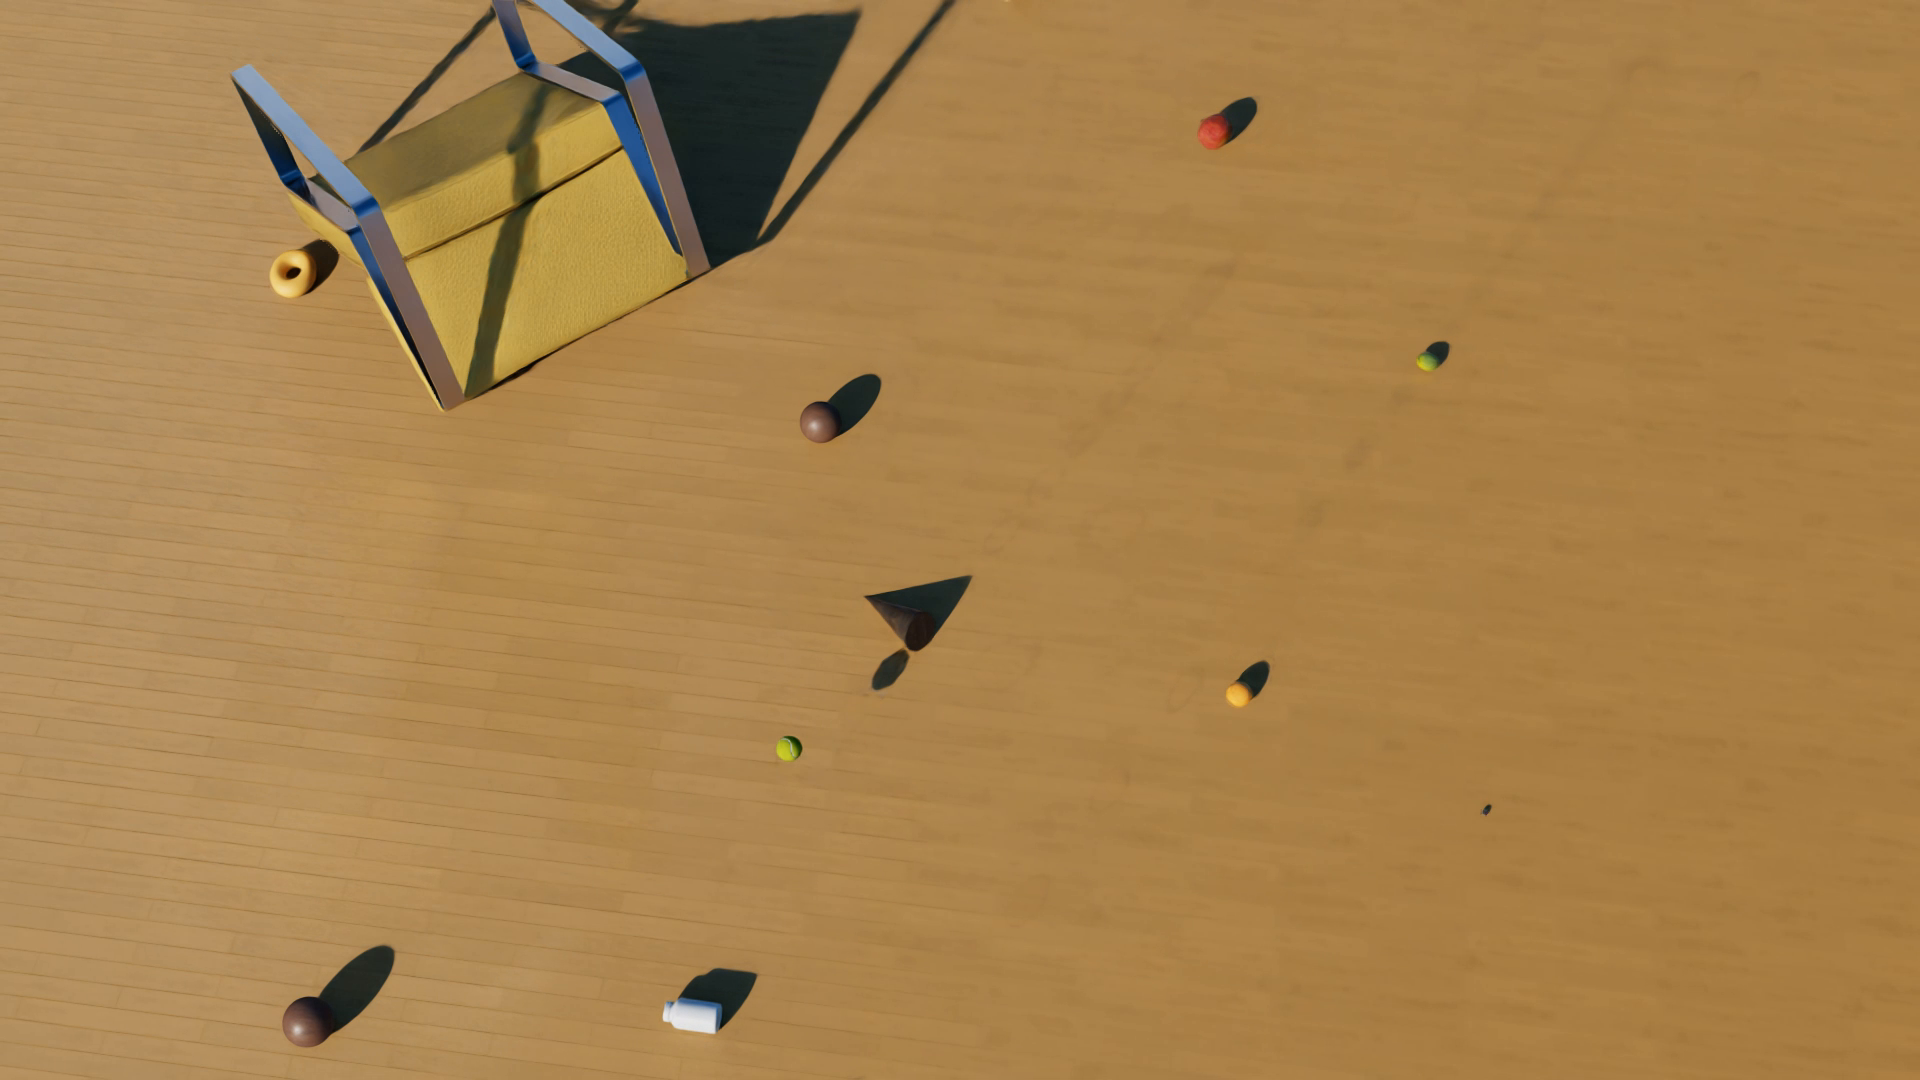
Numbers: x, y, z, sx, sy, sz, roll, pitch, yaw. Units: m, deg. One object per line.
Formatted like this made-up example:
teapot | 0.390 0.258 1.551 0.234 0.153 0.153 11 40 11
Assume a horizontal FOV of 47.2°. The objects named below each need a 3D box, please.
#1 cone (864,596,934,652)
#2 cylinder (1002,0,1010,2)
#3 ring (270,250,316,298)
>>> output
cone | -0.199 0.215 6.392 0.112 0.131 0.242 -33 46 -31
cylinder | 0.204 -2.002 7.853 0.079 0.108 0.149 38 64 14
ring | -2.157 -0.862 7.117 0.147 0.060 0.192 -2 55 -3
